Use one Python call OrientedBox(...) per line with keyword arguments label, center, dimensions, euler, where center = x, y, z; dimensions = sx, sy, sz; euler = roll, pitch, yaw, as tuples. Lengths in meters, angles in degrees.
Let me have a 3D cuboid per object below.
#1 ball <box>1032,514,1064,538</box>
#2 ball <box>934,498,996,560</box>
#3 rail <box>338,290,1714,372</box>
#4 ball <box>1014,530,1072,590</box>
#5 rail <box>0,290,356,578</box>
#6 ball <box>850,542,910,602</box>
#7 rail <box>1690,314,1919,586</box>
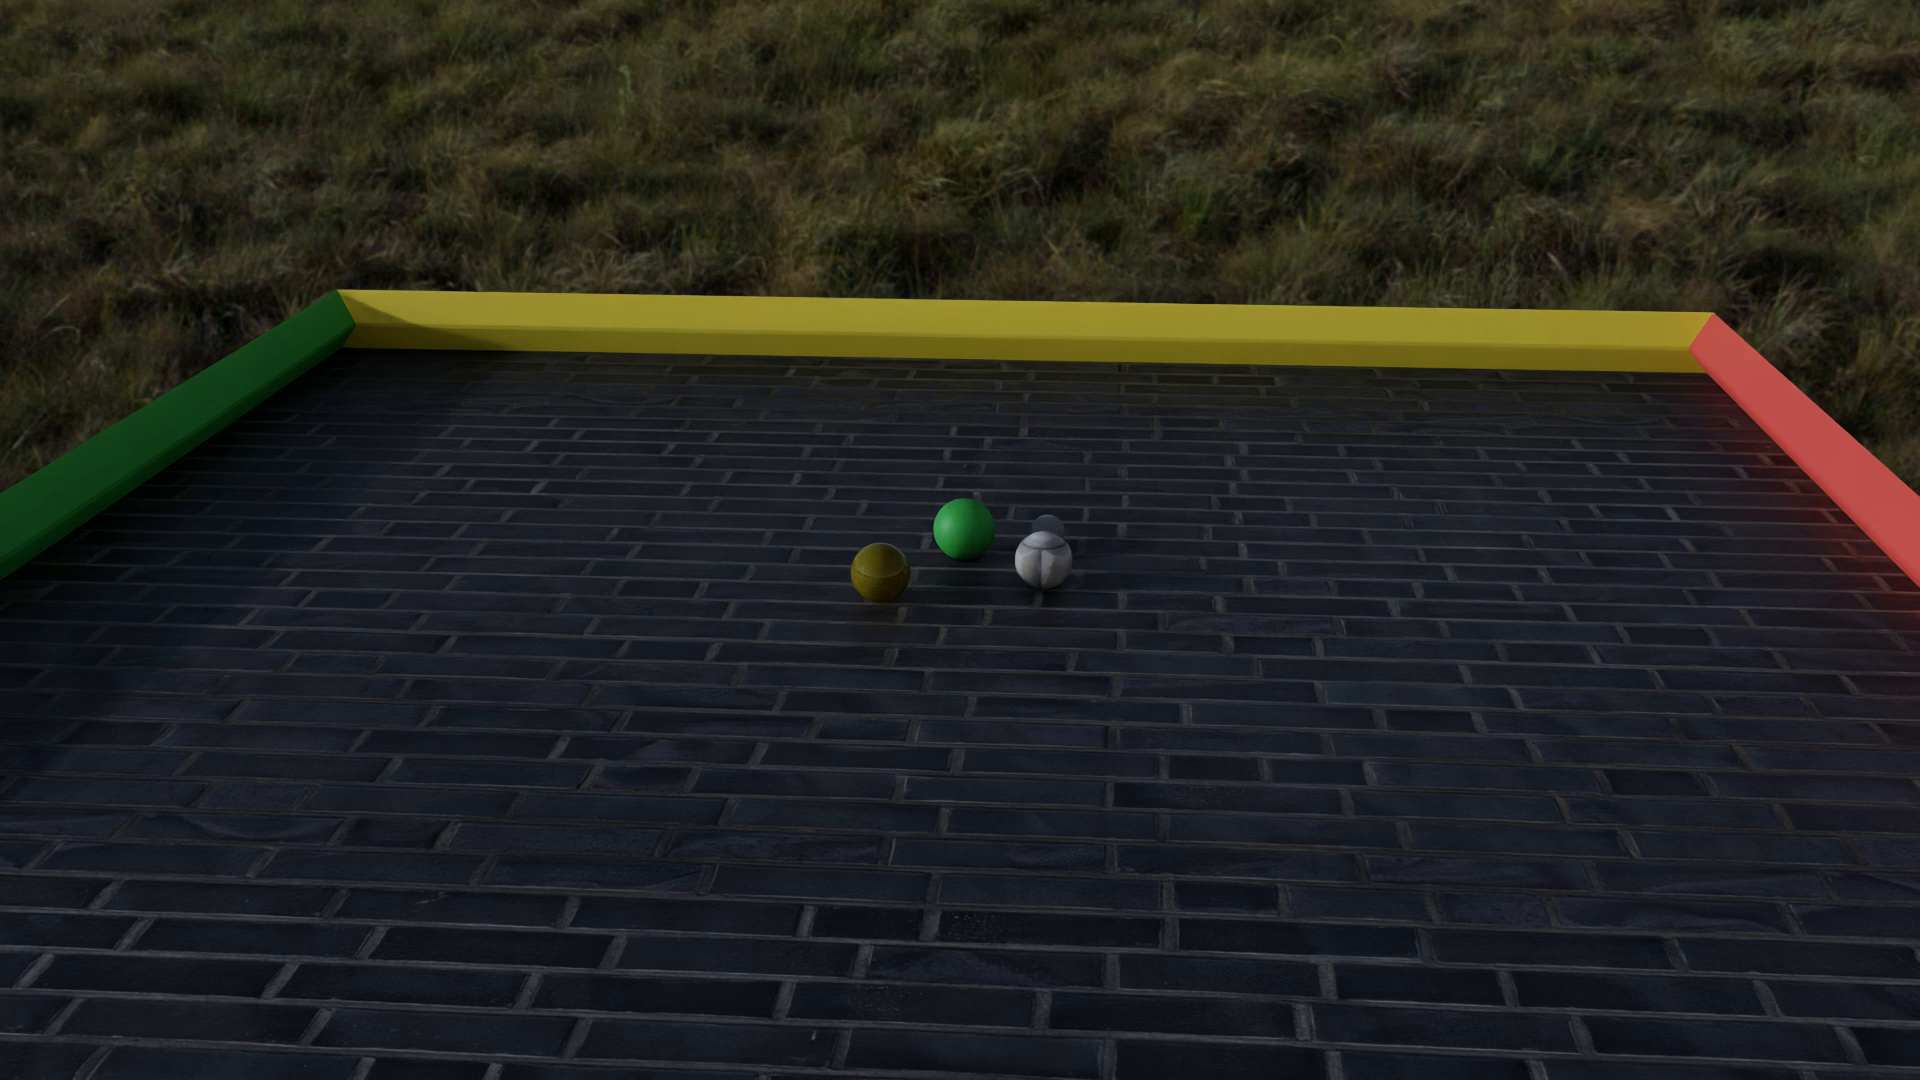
OrientedBox(label="ball", center=(0.112, -0.011, 2.796), dimensions=(0.043, 0.043, 0.043), euler=(0, 19, 0))
OrientedBox(label="ball", center=(0.005, -0.014, 2.749), dimensions=(0.078, 0.078, 0.078), euler=(0, 19, 0))
OrientedBox(label="rail", center=(0.081, -0.349, 3.707), dimensions=(2.330, 0.101, 0.045), euler=(1, 19, 4))
OrientedBox(label="ball", center=(0.101, 0.024, 2.648), dimensions=(0.070, 0.070, 0.070), euler=(0, 19, 0))
OrientedBox(label="rail", center=(-1.221, 0.293, 1.797), dimensions=(0.045, 0.101, 4.268), euler=(1, 19, 4))
OrientedBox(label="ball", center=(-0.094, 0.038, 2.603), dimensions=(0.071, 0.071, 0.071), euler=(0, 19, 0))
OrientedBox(label="rail", center=(1.055, 0.349, 1.628), dimensions=(0.045, 0.101, 4.268), euler=(1, 19, 4))
